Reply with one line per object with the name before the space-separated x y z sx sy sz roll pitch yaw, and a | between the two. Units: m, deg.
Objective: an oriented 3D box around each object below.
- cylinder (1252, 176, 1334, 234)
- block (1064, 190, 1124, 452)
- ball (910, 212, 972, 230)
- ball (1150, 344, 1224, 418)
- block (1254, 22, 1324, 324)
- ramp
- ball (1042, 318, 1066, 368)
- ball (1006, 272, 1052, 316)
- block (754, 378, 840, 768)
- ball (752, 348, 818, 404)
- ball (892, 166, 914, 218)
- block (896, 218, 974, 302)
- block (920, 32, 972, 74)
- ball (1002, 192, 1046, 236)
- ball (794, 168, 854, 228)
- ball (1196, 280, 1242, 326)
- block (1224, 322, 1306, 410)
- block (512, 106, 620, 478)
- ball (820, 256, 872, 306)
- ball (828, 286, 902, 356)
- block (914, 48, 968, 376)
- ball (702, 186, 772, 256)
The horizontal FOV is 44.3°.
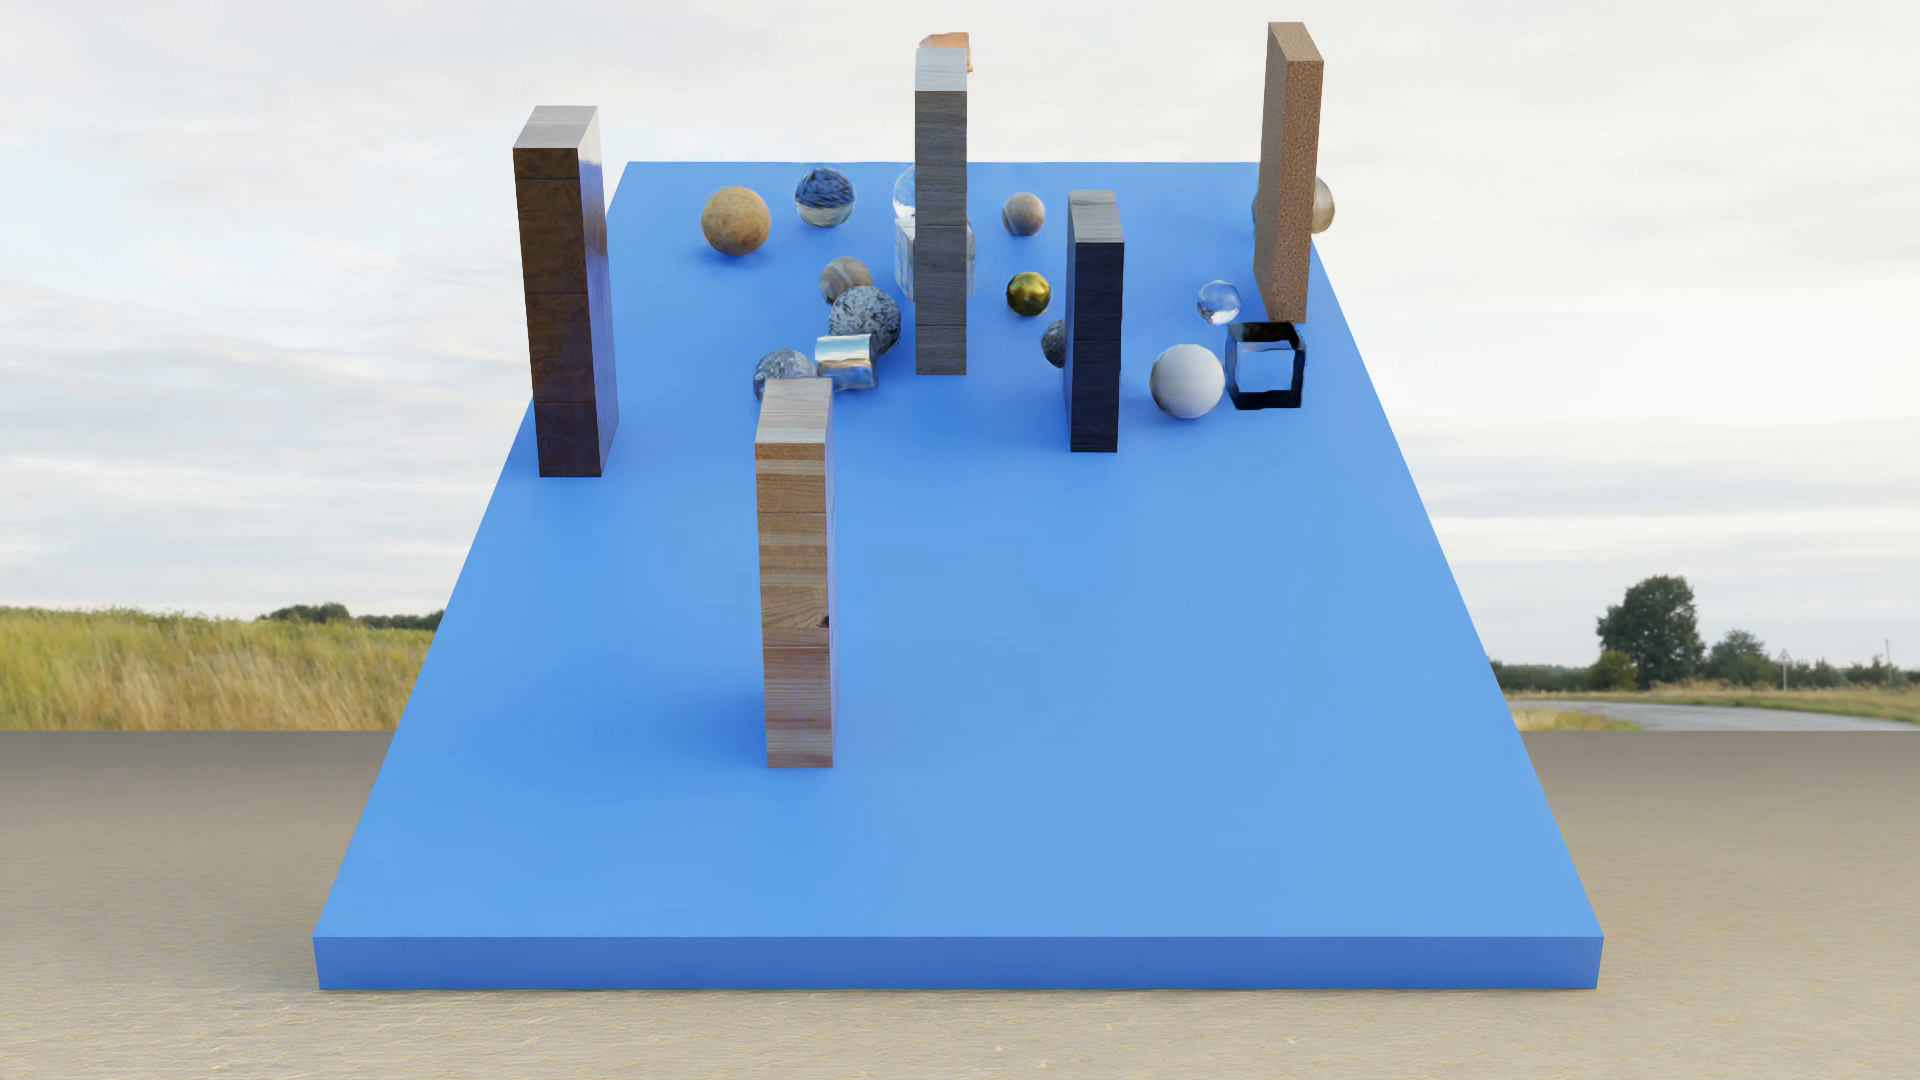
cylinder | 0.928 -0.920 6.575 0.162 0.162 0.162 -18 6 -31
block | 0.300 -0.499 5.347 0.105 0.495 0.364 0 26 0
ball | -0.056 -0.835 6.386 0.175 0.175 0.175 0 -4 0
ball | 0.523 -0.367 5.445 0.174 0.174 0.174 0 -4 0
block | 0.836 -0.941 6.039 0.089 0.678 0.385 0 26 0
ramp | -0.010 -0.228 5.470 2.000 0.100 4.000 0 26 0
ball | 0.256 -0.469 5.633 0.122 0.122 0.122 0 -4 0
ball | 0.175 -0.629 6.037 0.116 0.116 0.116 0 -4 0
block | -0.277 0.058 4.083 0.113 0.616 0.278 0 26 0
ball | -0.403 -0.366 5.460 0.154 0.154 0.154 0 -4 0
ball | -0.092 -0.961 6.619 0.193 0.193 0.193 0 -4 0
block | -0.067 -0.741 6.199 0.172 0.172 0.172 -6 27 -12
block | -0.041 -1.414 6.906 0.113 0.113 0.113 -7 1 -19
ball | 0.177 -0.909 6.593 0.123 0.123 0.123 0 -4 0
ball | -0.380 -0.961 6.646 0.169 0.169 0.169 0 -4 0
ball | 0.656 -0.601 5.987 0.113 0.113 0.113 0 -4 0
block | 0.713 -0.410 5.545 0.151 0.151 0.151 -3 31 -7
block | -0.852 -0.540 5.144 0.135 0.743 0.312 0 26 0
ball | -0.293 -0.659 6.071 0.138 0.138 0.138 0 -4 0
ball | -0.233 -0.531 5.765 0.180 0.180 0.180 0 -4 0
block | -0.046 -0.796 5.716 0.121 0.700 0.381 0 26 0
ball | -0.609 -0.869 6.436 0.189 0.189 0.189 0 -4 0
